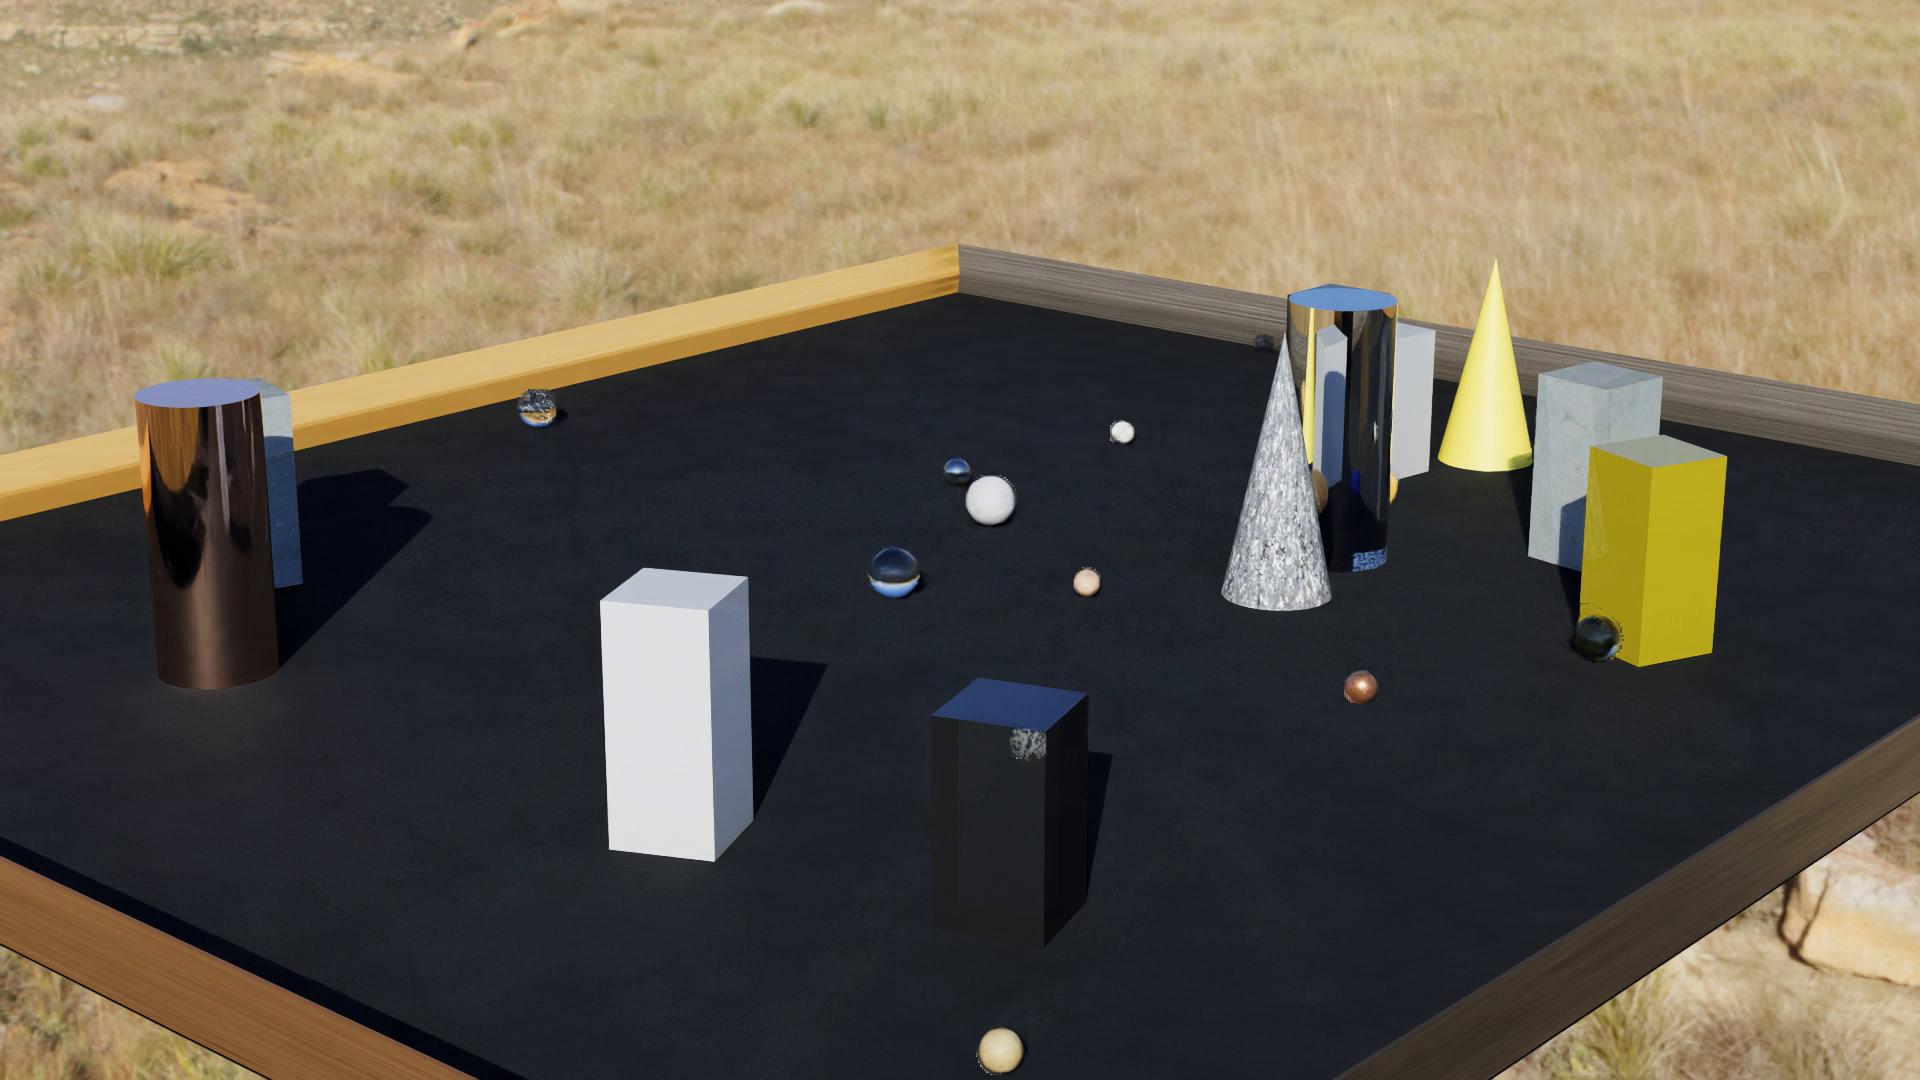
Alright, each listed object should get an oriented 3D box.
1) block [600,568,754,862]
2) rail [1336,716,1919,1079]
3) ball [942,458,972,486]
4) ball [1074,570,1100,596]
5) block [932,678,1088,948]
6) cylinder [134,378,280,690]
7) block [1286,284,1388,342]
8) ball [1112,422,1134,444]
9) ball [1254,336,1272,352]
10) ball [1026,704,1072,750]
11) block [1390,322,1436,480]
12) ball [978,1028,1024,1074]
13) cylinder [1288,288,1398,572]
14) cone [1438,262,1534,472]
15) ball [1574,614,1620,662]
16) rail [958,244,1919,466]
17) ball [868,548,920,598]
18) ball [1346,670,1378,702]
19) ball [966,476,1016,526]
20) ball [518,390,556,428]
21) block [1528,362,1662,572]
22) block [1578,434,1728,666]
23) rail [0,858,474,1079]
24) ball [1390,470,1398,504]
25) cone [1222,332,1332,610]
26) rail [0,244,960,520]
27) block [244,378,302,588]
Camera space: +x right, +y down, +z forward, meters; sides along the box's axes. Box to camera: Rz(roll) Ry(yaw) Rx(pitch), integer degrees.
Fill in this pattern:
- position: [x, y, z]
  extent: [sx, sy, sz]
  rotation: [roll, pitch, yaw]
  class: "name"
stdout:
- position: [-0.387, 0.238, 4.033]
  extent: [0.154, 0.360, 0.154]
  rotation: [5, 17, 15]
  class: "block"
- position: [1.240, 0.342, 4.090]
  extent: [0.045, 0.125, 3.819]
  rotation: [14, 22, 39]
  class: "rail"
- position: [-0.006, -0.134, 5.792]
  extent: [0.056, 0.056, 0.056]
  rotation: [0, 17, 0]
  class: "ball"
- position: [0.221, 0.075, 5.113]
  extent: [0.048, 0.048, 0.048]
  rotation: [0, 17, 0]
  class: "ball"
- position: [0.065, 0.349, 3.780]
  extent: [0.154, 0.293, 0.154]
  rotation: [7, 18, 22]
  class: "block"
- position: [-1.200, -0.011, 4.684]
  extent: [0.193, 0.461, 0.193]
  rotation: [0, 17, 0]
  class: "cylinder"
- position: [0.798, -0.381, 6.212]
  extent: [0.154, 0.286, 0.154]
  rotation: [15, 22, 40]
  class: "block"
- position: [0.339, -0.223, 6.101]
  extent: [0.048, 0.048, 0.048]
  rotation: [0, 17, 0]
  class: "ball"
- position: [0.715, -0.462, 6.906]
  extent: [0.040, 0.040, 0.040]
  rotation: [0, 17, 0]
  class: "ball"
- position: [0.133, 0.280, 4.400]
  extent: [0.067, 0.067, 0.067]
  rotation: [0, 17, 0]
  class: "ball"
- position: [0.835, -0.279, 5.869]
  extent: [0.154, 0.290, 0.154]
  rotation: [-14, 22, -39]
  class: "block"
- position: [0.047, 0.591, 3.395]
  extent: [0.053, 0.053, 0.053]
  rotation: [0, 17, 0]
  class: "ball"
- position: [0.681, -0.198, 5.274]
  extent: [0.193, 0.478, 0.193]
  rotation: [0, 17, 0]
  class: "cylinder"
- position: [1.074, -0.366, 5.936]
  extent: [0.193, 0.417, 0.193]
  rotation: [0, 17, 0]
  class: "cone"
- position: [1.040, 0.160, 4.785]
  extent: [0.076, 0.076, 0.076]
  rotation: [0, 17, 0]
  class: "ball"
- position: [1.236, -0.380, 6.484]
  extent: [3.332, 0.125, 0.045]
  rotation: [14, 22, 39]
  class: "rail"
- position: [-0.115, 0.057, 5.101]
  extent: [0.089, 0.089, 0.089]
  rotation: [0, 17, 0]
  class: "ball"
- position: [0.629, 0.230, 4.596]
  extent: [0.051, 0.051, 0.051]
  rotation: [0, 17, 0]
  class: "ball"
- position: [0.057, -0.074, 5.525]
  extent: [0.095, 0.095, 0.095]
  rotation: [0, 17, 0]
  class: "ball"
- position: [-0.897, -0.279, 6.228]
  extent: [0.081, 0.081, 0.081]
  rotation: [0, 17, 0]
  class: "ball"
- position: [1.145, -0.131, 5.287]
  extent: [0.154, 0.341, 0.154]
  rotation: [-13, 21, -37]
  class: "block"
- position: [1.134, 0.016, 4.812]
  extent: [0.154, 0.335, 0.154]
  rotation: [-9, 19, -26]
  class: "block"
- position: [-1.236, 0.443, 3.757]
  extent: [3.332, 0.125, 0.045]
  rotation: [14, 22, 39]
  class: "rail"
- position: [0.789, -0.102, 5.614]
  extent: [0.096, 0.096, 0.096]
  rotation: [0, 17, 0]
  class: "ball"
- position: [0.554, -0.131, 5.067]
  extent: [0.193, 0.469, 0.193]
  rotation: [0, 17, 0]
  class: "cone"
- position: [-1.240, -0.280, 6.151]
  extent: [0.045, 0.125, 3.819]
  rotation: [14, 22, 39]
  class: "rail"
- position: [-1.269, -0.094, 5.161]
  extent: [0.154, 0.344, 0.154]
  rotation: [-11, 20, -31]
  class: "block"
